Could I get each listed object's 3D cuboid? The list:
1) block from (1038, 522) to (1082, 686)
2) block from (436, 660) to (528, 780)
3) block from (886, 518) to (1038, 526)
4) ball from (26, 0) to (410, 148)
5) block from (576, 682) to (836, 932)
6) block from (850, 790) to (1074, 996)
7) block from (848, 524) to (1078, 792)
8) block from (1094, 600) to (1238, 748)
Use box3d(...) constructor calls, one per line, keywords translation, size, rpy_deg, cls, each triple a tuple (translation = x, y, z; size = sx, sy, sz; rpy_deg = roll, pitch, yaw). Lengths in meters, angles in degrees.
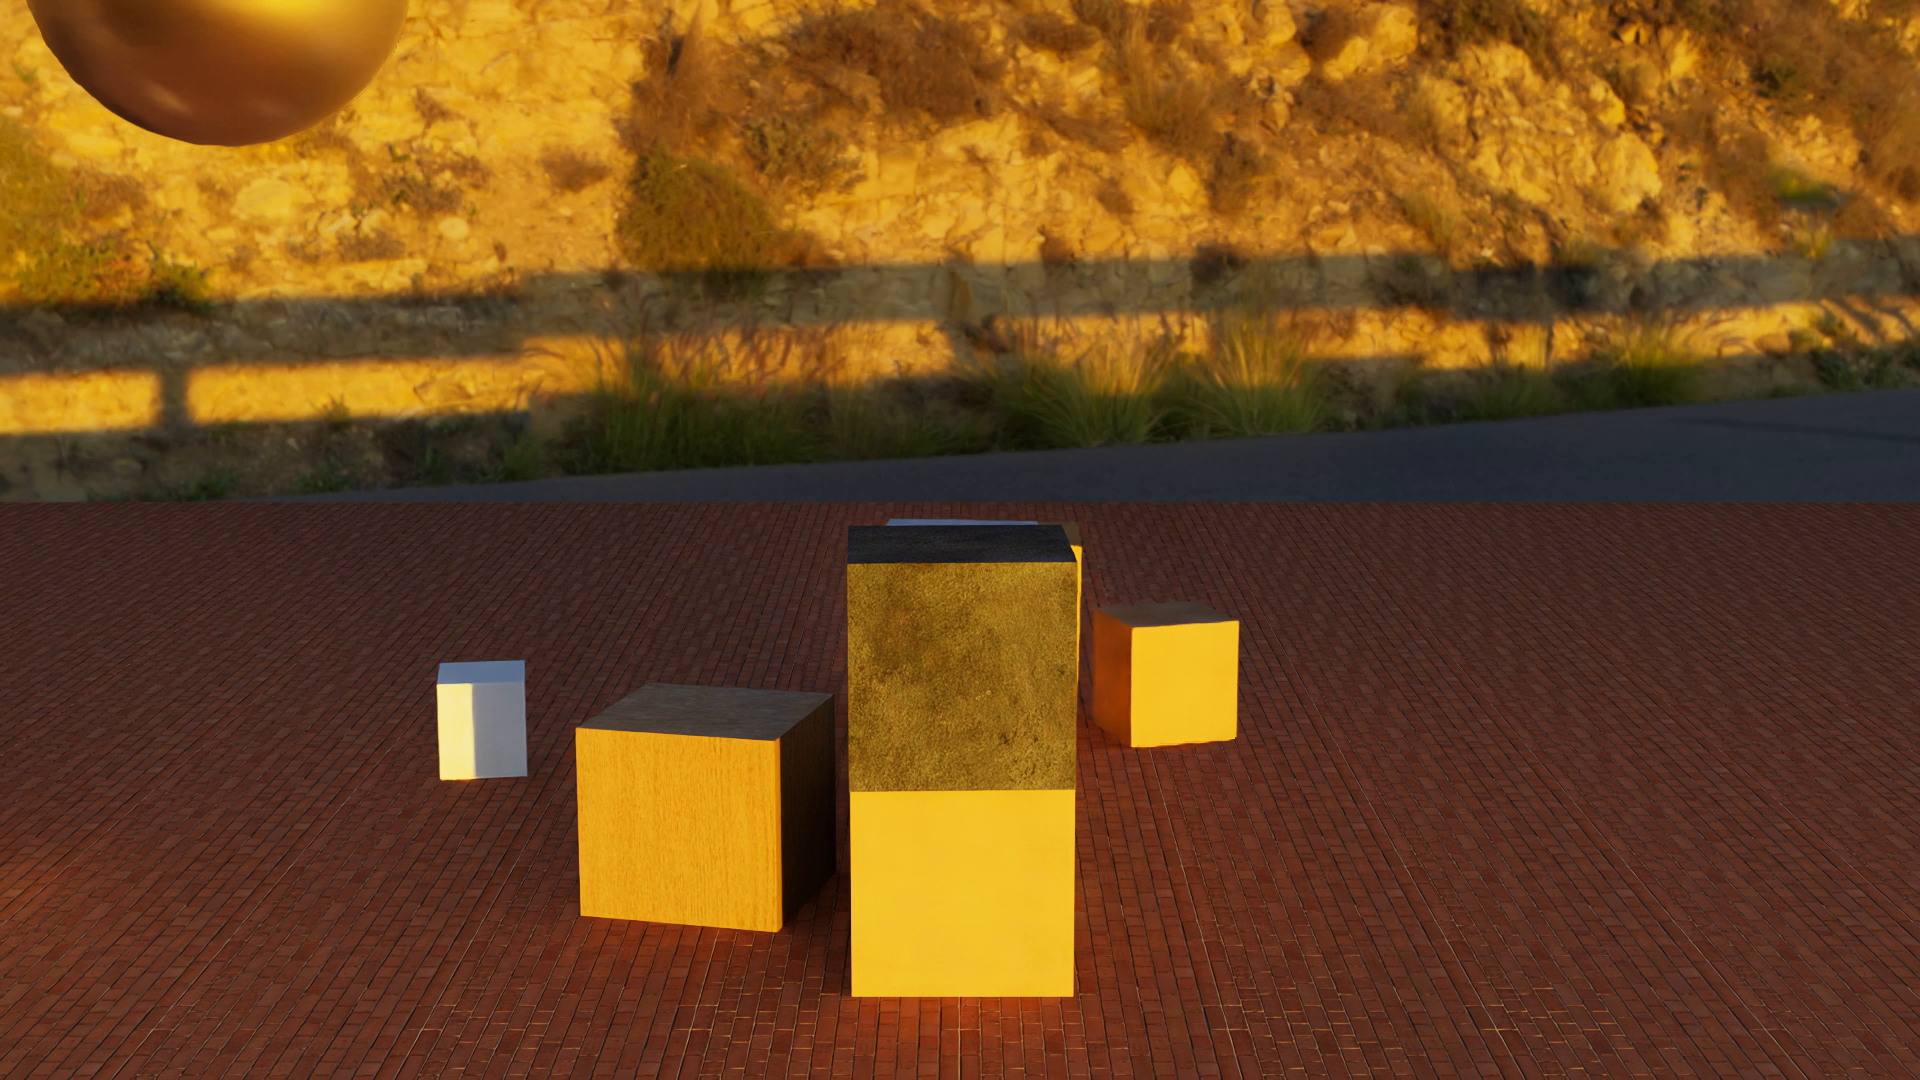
box3d(translation=(0.221, 0.295, 12.520), size=(0.707, 0.675, 0.657), rpy_deg=(1, 10, 1), cls="block")
box3d(translation=(-2.442, 0.917, 13.146), size=(0.432, 0.492, 0.487), rpy_deg=(-2, 10, -9), cls="block")
box3d(translation=(-0.013, 0.233, 11.626), size=(0.686, 0.544, 0.664), rpy_deg=(1, 10, 5), cls="block")
box3d(translation=(-3.099, -2.453, 10.734), size=(1.600, 1.600, 1.600), rpy_deg=(0, 10, 0), cls="ball")
box3d(translation=(-1.077, 1.132, 11.060), size=(0.871, 0.816, 0.839), rpy_deg=(3, 11, 14), cls="block")
box3d(translation=(0.010, 1.266, 10.205), size=(0.853, 0.858, 0.803), rpy_deg=(0, 10, 0), cls="block")
box3d(translation=(-0.005, 0.440, 9.922), size=(0.850, 0.869, 0.804), rpy_deg=(0, 10, -2), cls="block")
box3d(translation=(1.103, 0.715, 13.821), size=(0.602, 0.647, 0.572), rpy_deg=(-3, 11, -17), cls="block")
